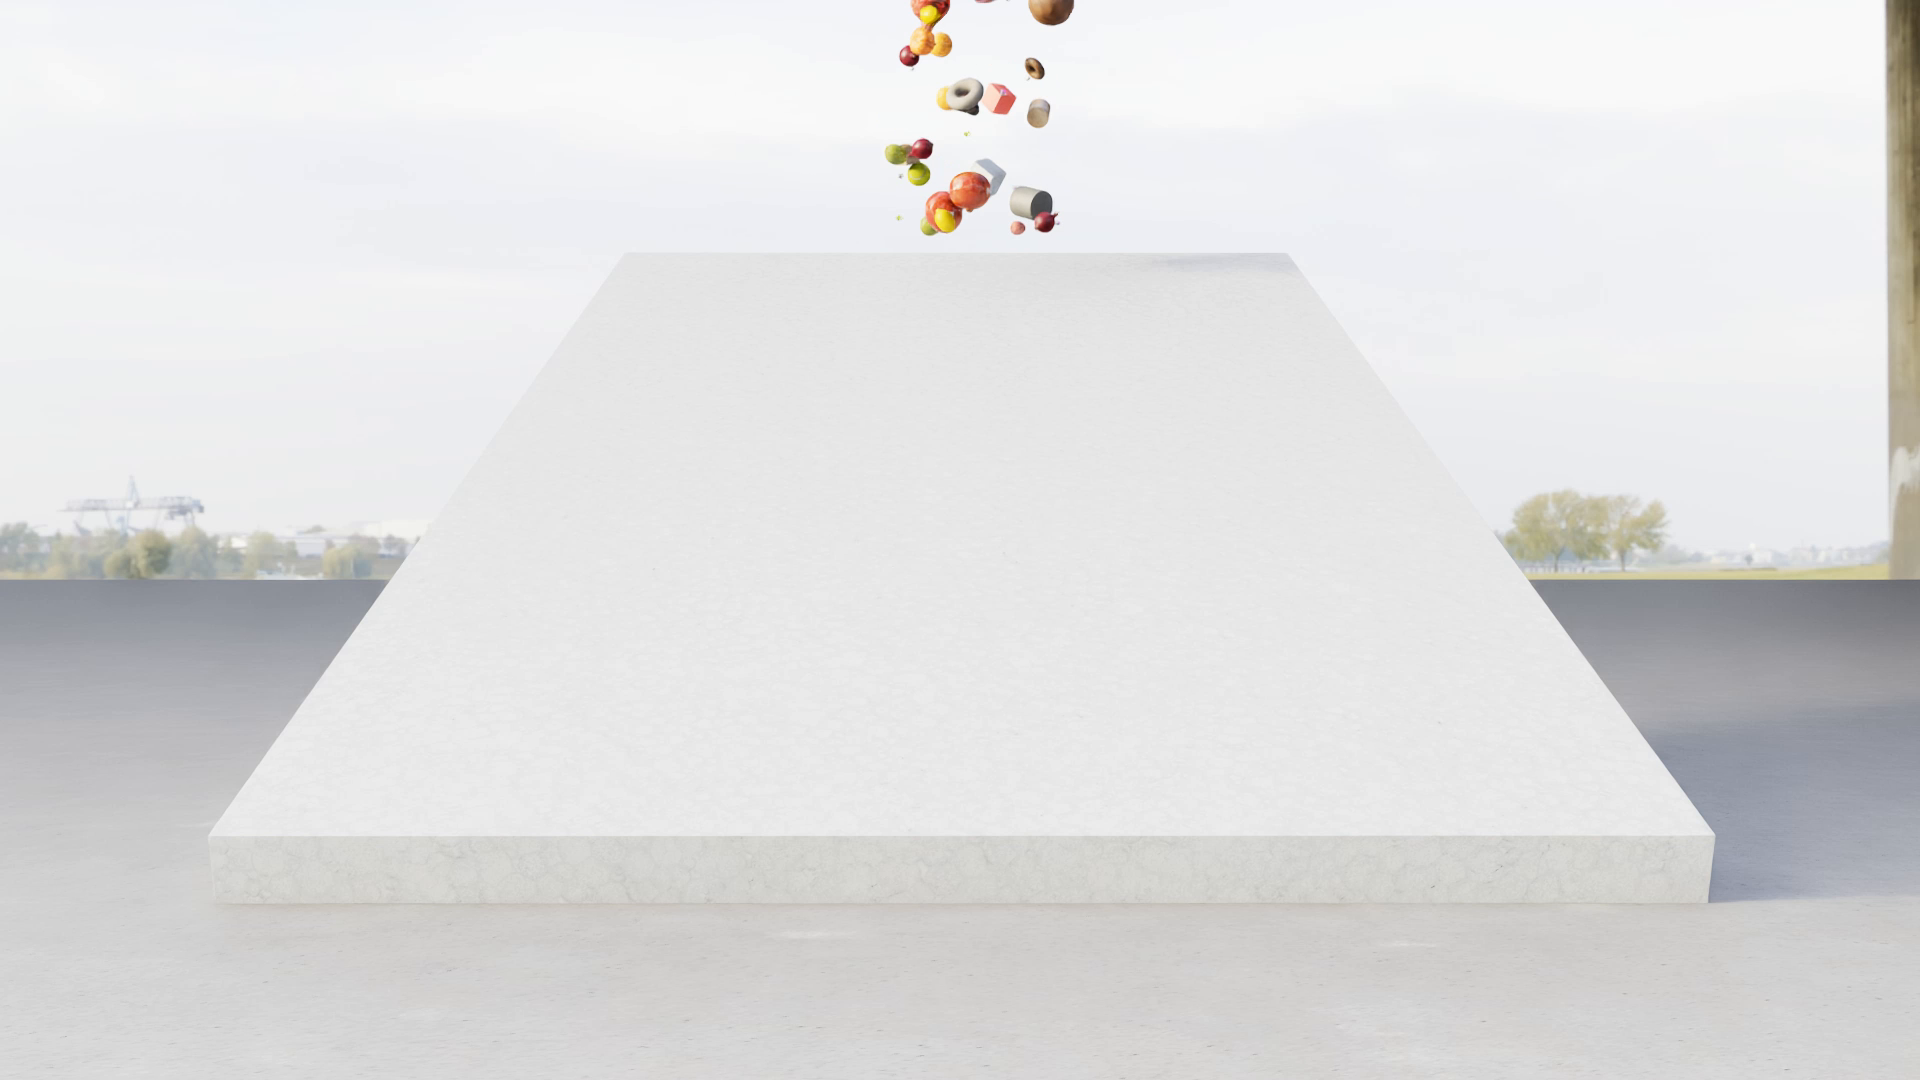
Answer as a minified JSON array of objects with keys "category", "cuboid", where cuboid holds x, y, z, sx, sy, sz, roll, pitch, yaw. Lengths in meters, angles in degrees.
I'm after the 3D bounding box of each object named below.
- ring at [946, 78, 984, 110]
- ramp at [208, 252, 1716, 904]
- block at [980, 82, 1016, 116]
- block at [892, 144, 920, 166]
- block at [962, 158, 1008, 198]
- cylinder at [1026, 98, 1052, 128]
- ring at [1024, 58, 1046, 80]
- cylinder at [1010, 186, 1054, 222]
[{"category":"ring","cuboid":[0.014,-1.244,6.256,0.112,0.112,0.037,0,-35,26]},{"category":"ramp","cuboid":[-0.004,-0.191,4.888,2.000,0.100,4.000,0,18,0]},{"category":"block","cuboid":[0.111,-1.262,6.421,0.062,0.062,0.062,-3,44,-43]},{"category":"block","cuboid":[-0.158,-1.128,6.565,0.054,0.054,0.054,-24,23,-38]},{"category":"block","cuboid":[0.073,-1.050,6.504,0.077,0.077,0.077,41,34,17]},{"category":"cylinder","cuboid":[0.227,-1.227,6.448,0.065,0.065,0.065,0,35,9]},{"category":"ring","cuboid":[0.219,-1.379,6.560,0.025,0.075,0.075,-43,16,-19]},{"category":"cylinder","cuboid":[0.206,-0.972,6.481,0.090,0.090,0.090,1,16,-43]}]
